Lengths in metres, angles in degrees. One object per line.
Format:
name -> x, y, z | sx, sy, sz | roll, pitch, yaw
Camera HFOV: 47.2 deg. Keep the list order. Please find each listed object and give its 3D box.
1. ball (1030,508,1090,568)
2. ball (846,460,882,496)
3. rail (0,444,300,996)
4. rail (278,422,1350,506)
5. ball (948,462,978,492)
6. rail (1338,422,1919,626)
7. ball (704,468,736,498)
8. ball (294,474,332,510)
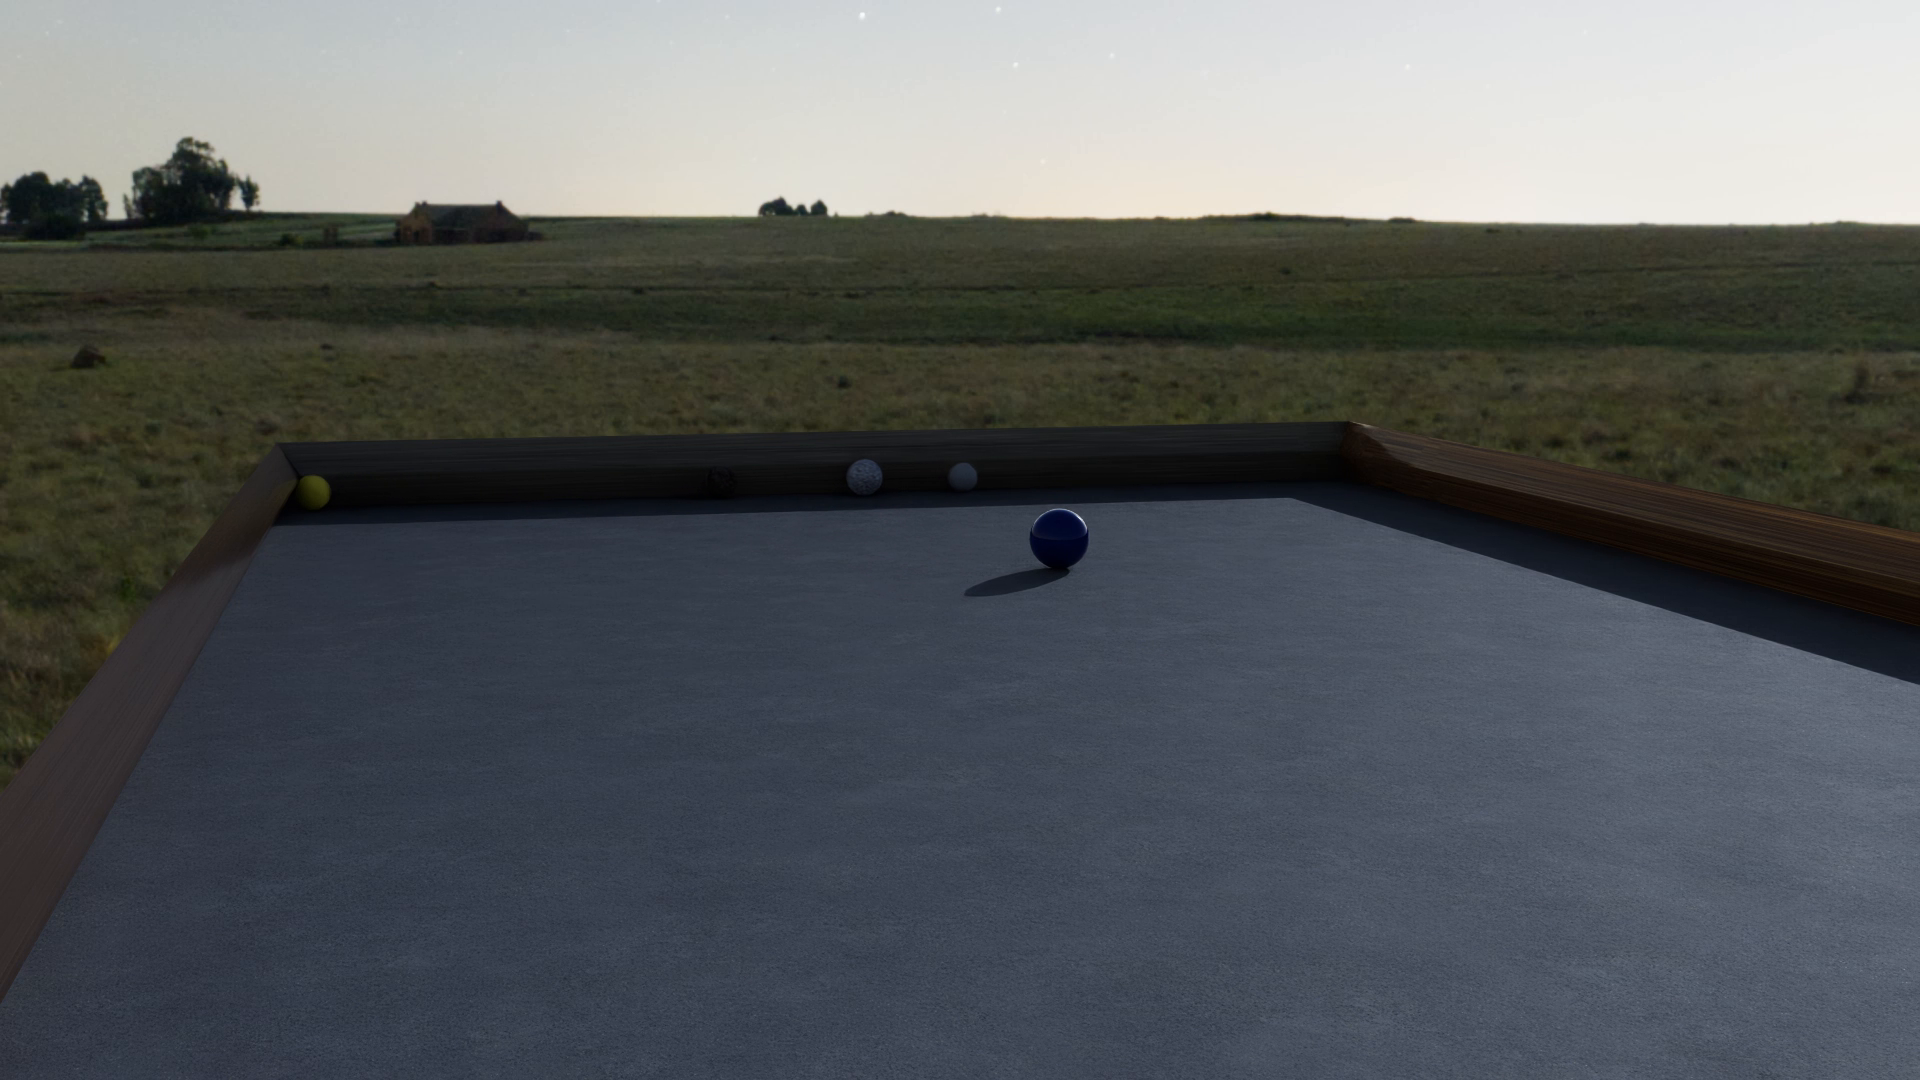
ball -> 0.161, -0.002, 3.553 | 0.097, 0.097, 0.097 | 0, 8, 0
ball -> -0.200, -0.131, 4.584 | 0.076, 0.076, 0.076 | 0, 8, 0
rail -> -0.846, 0.148, 2.328 | 0.045, 0.126, 4.278 | -2, 8, -13
rail -> -0.241, -0.163, 4.625 | 2.293, 0.126, 0.045 | -2, 8, -13
ball -> 0.005, -0.132, 4.645 | 0.062, 0.062, 0.062 | 0, 8, 0
rail -> 1.339, 0.079, 2.842 | 0.045, 0.126, 4.278 | -2, 8, -13
ball -> -0.495, -0.118, 4.526 | 0.065, 0.065, 0.065 | 0, 8, 0
ball -> -1.275, -0.094, 4.331 | 0.070, 0.070, 0.070 | 0, 8, 0
